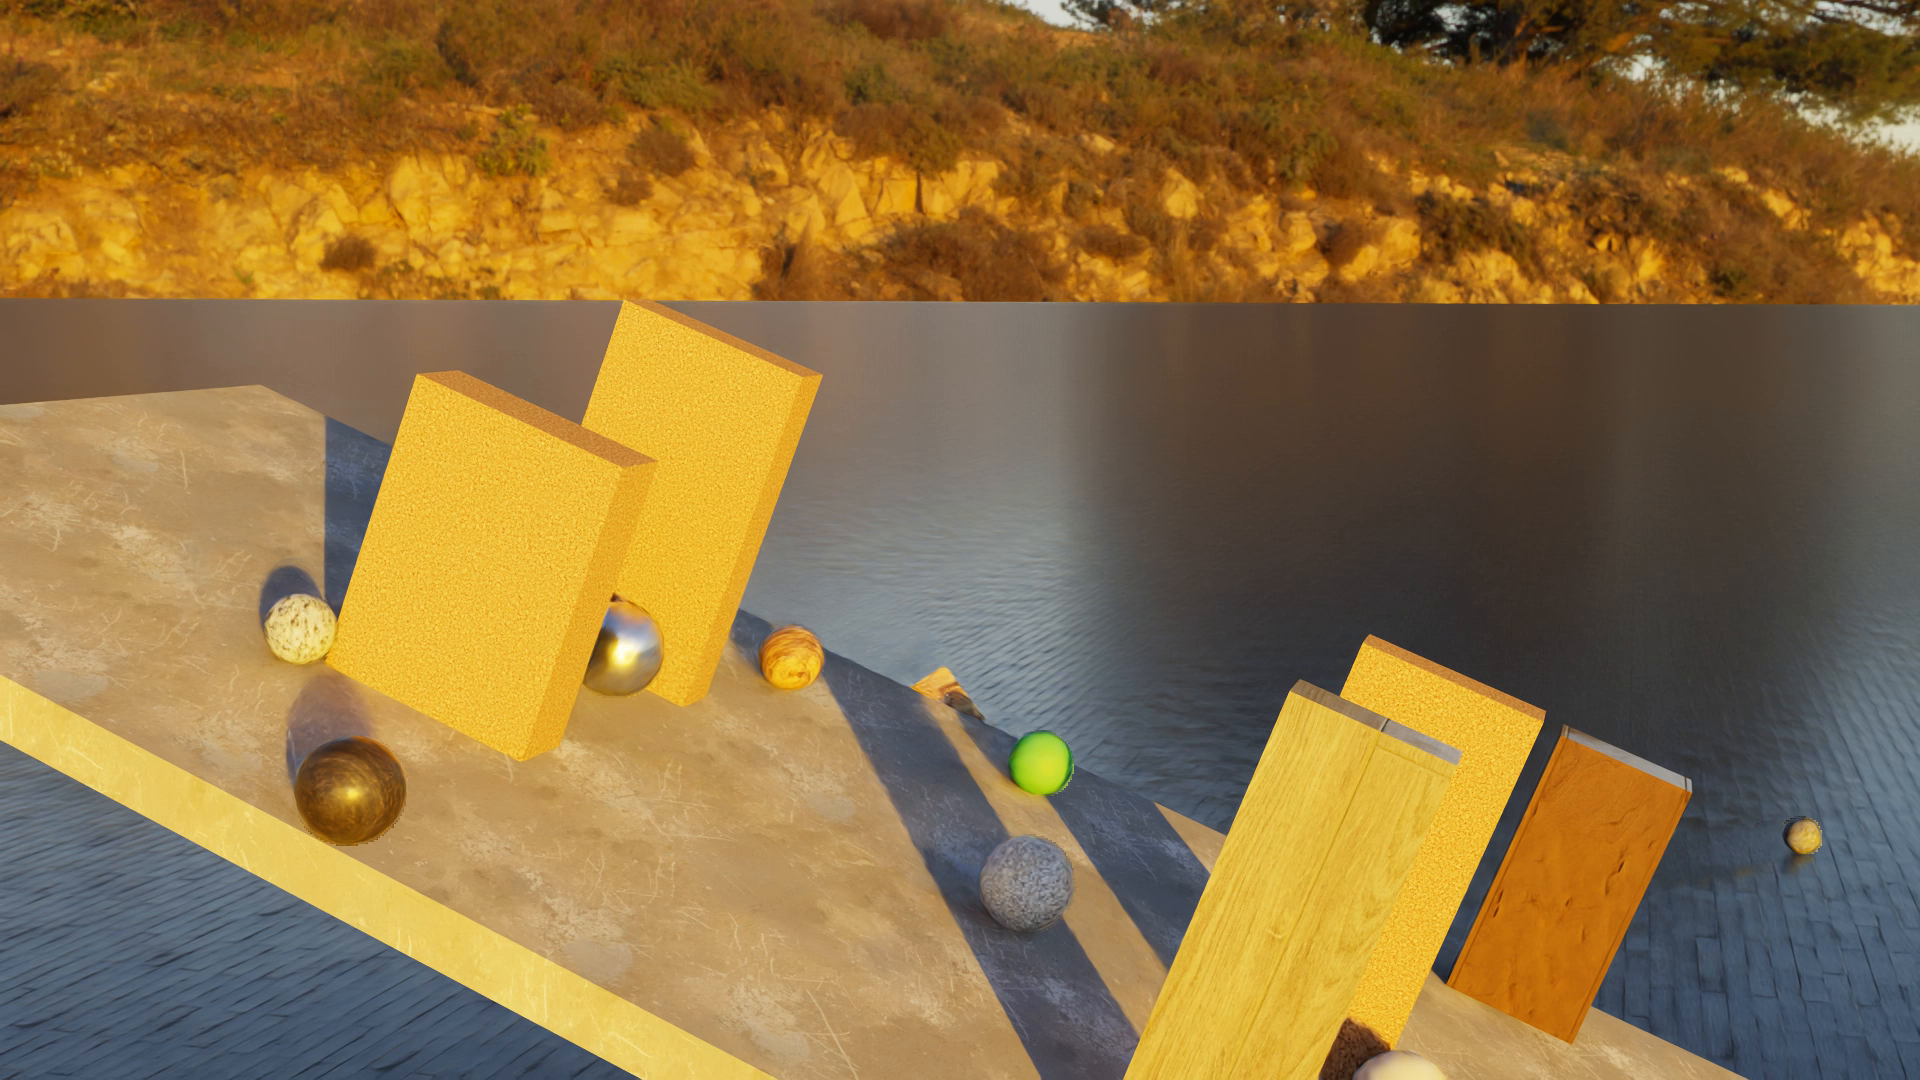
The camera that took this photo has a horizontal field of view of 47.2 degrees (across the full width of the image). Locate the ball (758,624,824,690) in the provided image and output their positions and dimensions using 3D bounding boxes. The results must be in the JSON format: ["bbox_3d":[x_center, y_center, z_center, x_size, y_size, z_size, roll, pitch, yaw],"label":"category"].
[{"bbox_3d":[-0.369,0.257,4.813,0.143,0.143,0.143,0,7,0],"label":"ball"}]

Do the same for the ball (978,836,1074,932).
[{"bbox_3d":[0.120,0.625,3.996,0.173,0.173,0.173,0,7,0],"label":"ball"}]

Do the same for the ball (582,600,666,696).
[{"bbox_3d":[-0.682,0.216,4.371,0.190,0.190,0.190,0,7,0],"label":"ball"}]

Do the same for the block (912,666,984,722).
[{"bbox_3d":[-0.078,0.432,5.303,0.161,0.161,0.161,-40,-6,29],"label":"block"}]

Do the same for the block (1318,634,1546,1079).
[{"bbox_3d":[0.719,0.575,3.860,0.326,0.744,0.099,24,13,13],"label":"block"}]

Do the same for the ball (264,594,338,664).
[{"bbox_3d":[-1.183,0.159,3.948,0.127,0.127,0.127,0,7,0],"label":"ball"}]

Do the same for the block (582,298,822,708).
[{"bbox_3d":[-0.602,-0.078,4.500,0.411,0.725,0.114,24,13,13],"label":"block"}]

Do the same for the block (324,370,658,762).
[{"bbox_3d":[-0.847,0.042,3.961,0.426,0.570,0.145,24,13,13],"label":"block"}]

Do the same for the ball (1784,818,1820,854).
[{"bbox_3d":[2.695,0.948,7.041,0.112,0.112,0.112,0,7,0],"label":"ball"}]

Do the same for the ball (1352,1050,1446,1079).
[{"bbox_3d":[0.731,0.940,3.653,0.178,0.178,0.178,0,7,0],"label":"ball"}]

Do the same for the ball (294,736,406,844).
[{"bbox_3d":[-0.928,0.380,3.350,0.164,0.164,0.164,0,7,0],"label":"ball"}]

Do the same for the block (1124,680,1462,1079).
[{"bbox_3d":[0.451,0.612,3.190,0.251,0.781,0.098,24,13,13],"label":"block"}]

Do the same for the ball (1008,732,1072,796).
[{"bbox_3d":[0.175,0.483,4.758,0.138,0.138,0.138,0,7,0],"label":"ball"}]

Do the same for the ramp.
[{"bbox_3d":[-0.313,0.559,4.198,4.000,0.100,2.000,24,13,13],"label":"ramp"}]

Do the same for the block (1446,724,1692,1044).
[{"bbox_3d":[1.252,0.708,4.532,0.275,0.583,0.121,24,13,13],"label":"block"}]
